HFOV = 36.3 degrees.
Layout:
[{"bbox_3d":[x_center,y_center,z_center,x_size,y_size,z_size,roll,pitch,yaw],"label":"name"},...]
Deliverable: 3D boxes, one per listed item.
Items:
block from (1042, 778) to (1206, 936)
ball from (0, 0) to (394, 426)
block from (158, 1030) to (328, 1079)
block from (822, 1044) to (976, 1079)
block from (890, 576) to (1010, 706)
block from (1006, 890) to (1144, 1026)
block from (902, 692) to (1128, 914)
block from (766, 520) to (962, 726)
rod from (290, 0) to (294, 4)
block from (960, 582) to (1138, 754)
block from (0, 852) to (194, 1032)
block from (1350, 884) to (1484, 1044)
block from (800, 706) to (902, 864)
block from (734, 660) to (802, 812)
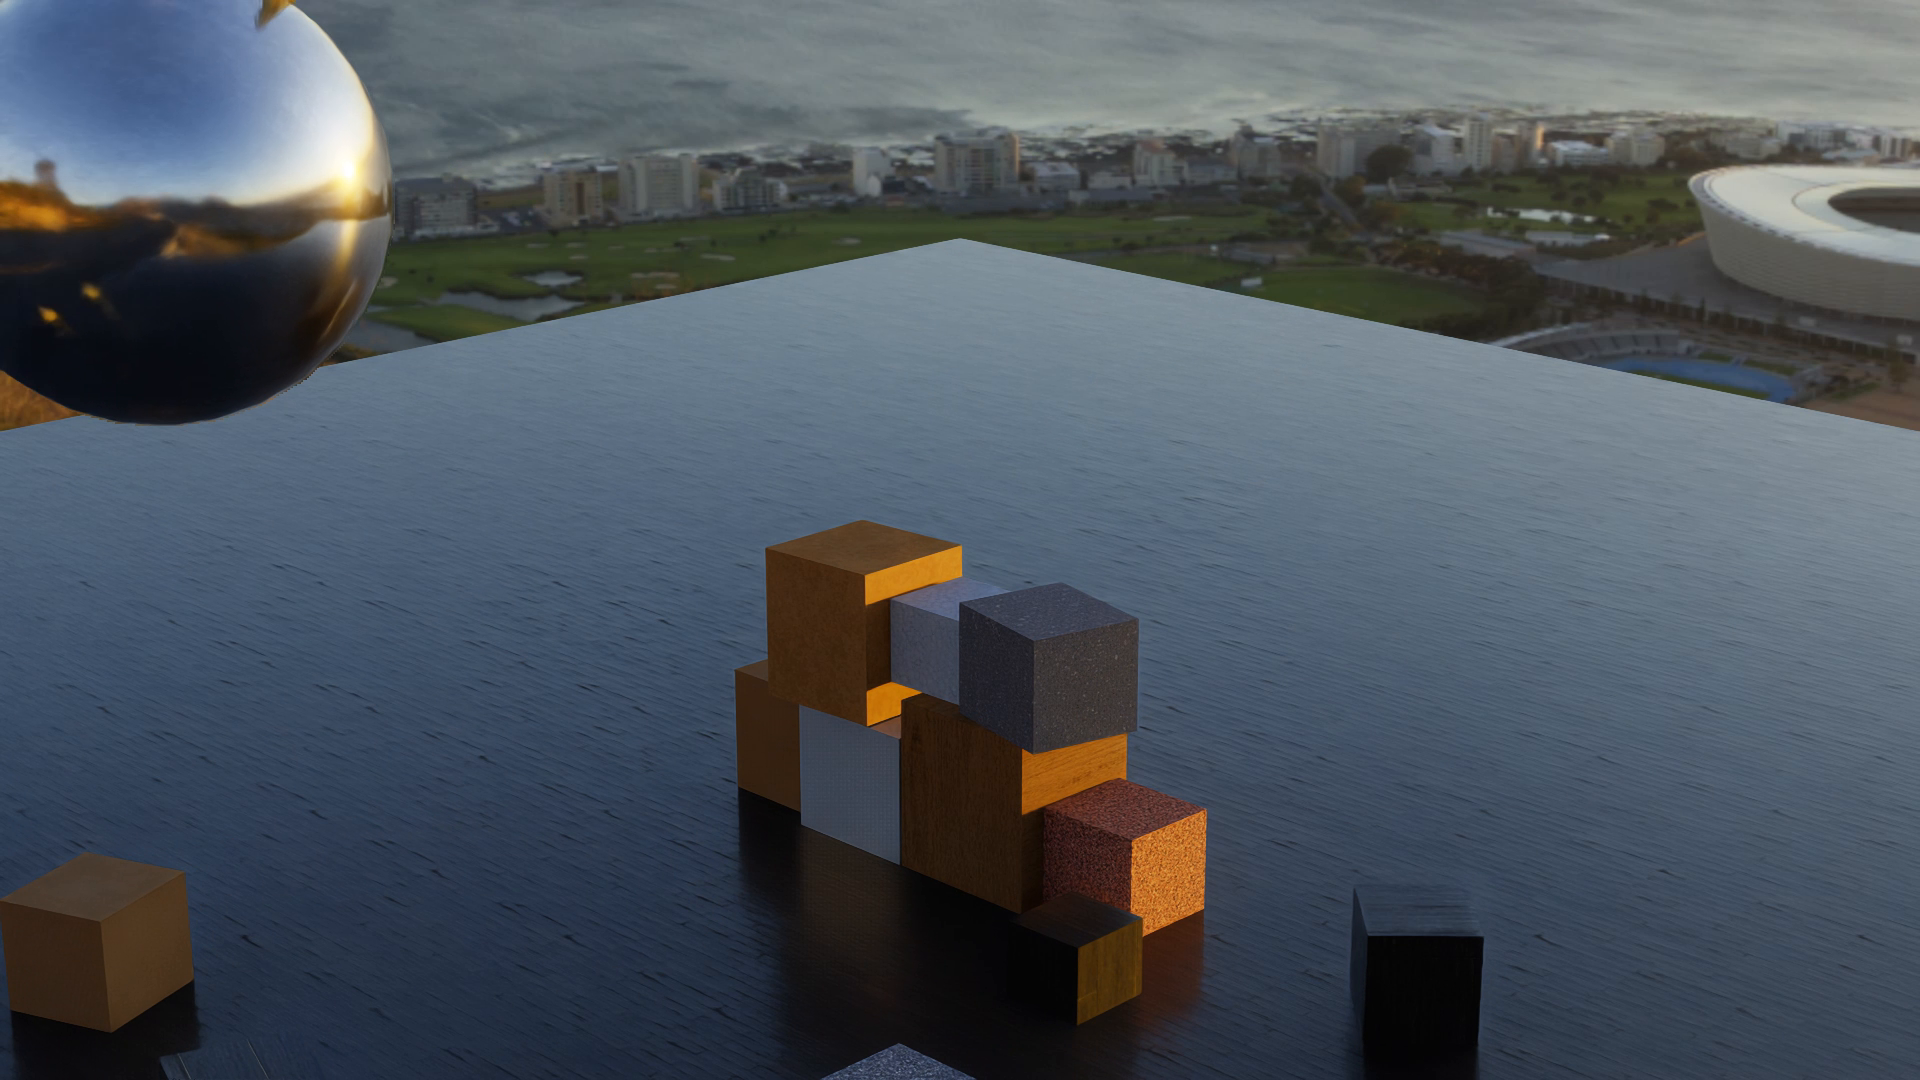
[{"bbox_3d":[0.731,1.415,13.039,0.494,0.481,0.523,-17,24,-42],"label":"block"},{"bbox_3d":[-2.758,-1.194,10.075,1.600,1.600,1.600,0,17,0],"label":"ball"},{"bbox_3d":[-2.572,2.155,10.602,0.514,0.531,0.465,-8,19,-24],"label":"block"},{"bbox_3d":[-0.223,2.170,10.661,0.401,0.466,0.398,16,24,42],"label":"block"},{"bbox_3d":[0.021,0.463,13.477,0.491,0.402,0.470,16,24,42],"label":"block"},{"bbox_3d":[0.478,1.739,12.232,0.393,0.347,0.408,16,23,41],"label":"block"},{"bbox_3d":[0.245,1.124,13.408,0.687,0.817,0.763,-17,24,-42],"label":"block"},{"bbox_3d":[-0.450,0.380,13.845,0.654,0.727,0.649,14,22,41],"label":"block"},{"bbox_3d":[-1.195,-4.127,10.792,0.080,5.200,0.080,17,-17,42],"label":"rod"},{"bbox_3d":[0.388,0.559,12.972,0.547,0.521,0.606,-11,20,-30],"label":"block"},{"bbox_3d":[-3.590,1.668,12.211,0.517,0.496,0.539,7,19,22],"label":"block"},{"bbox_3d":[1.867,1.735,12.032,0.463,0.475,0.505,0,17,1],"label":"block"},{"bbox_3d":[-0.255,1.054,13.949,0.677,0.625,0.749,17,24,42],"label":"block"},{"bbox_3d":[-0.692,0.923,14.384,0.574,0.614,0.572,-17,24,-42],"label":"block"}]
